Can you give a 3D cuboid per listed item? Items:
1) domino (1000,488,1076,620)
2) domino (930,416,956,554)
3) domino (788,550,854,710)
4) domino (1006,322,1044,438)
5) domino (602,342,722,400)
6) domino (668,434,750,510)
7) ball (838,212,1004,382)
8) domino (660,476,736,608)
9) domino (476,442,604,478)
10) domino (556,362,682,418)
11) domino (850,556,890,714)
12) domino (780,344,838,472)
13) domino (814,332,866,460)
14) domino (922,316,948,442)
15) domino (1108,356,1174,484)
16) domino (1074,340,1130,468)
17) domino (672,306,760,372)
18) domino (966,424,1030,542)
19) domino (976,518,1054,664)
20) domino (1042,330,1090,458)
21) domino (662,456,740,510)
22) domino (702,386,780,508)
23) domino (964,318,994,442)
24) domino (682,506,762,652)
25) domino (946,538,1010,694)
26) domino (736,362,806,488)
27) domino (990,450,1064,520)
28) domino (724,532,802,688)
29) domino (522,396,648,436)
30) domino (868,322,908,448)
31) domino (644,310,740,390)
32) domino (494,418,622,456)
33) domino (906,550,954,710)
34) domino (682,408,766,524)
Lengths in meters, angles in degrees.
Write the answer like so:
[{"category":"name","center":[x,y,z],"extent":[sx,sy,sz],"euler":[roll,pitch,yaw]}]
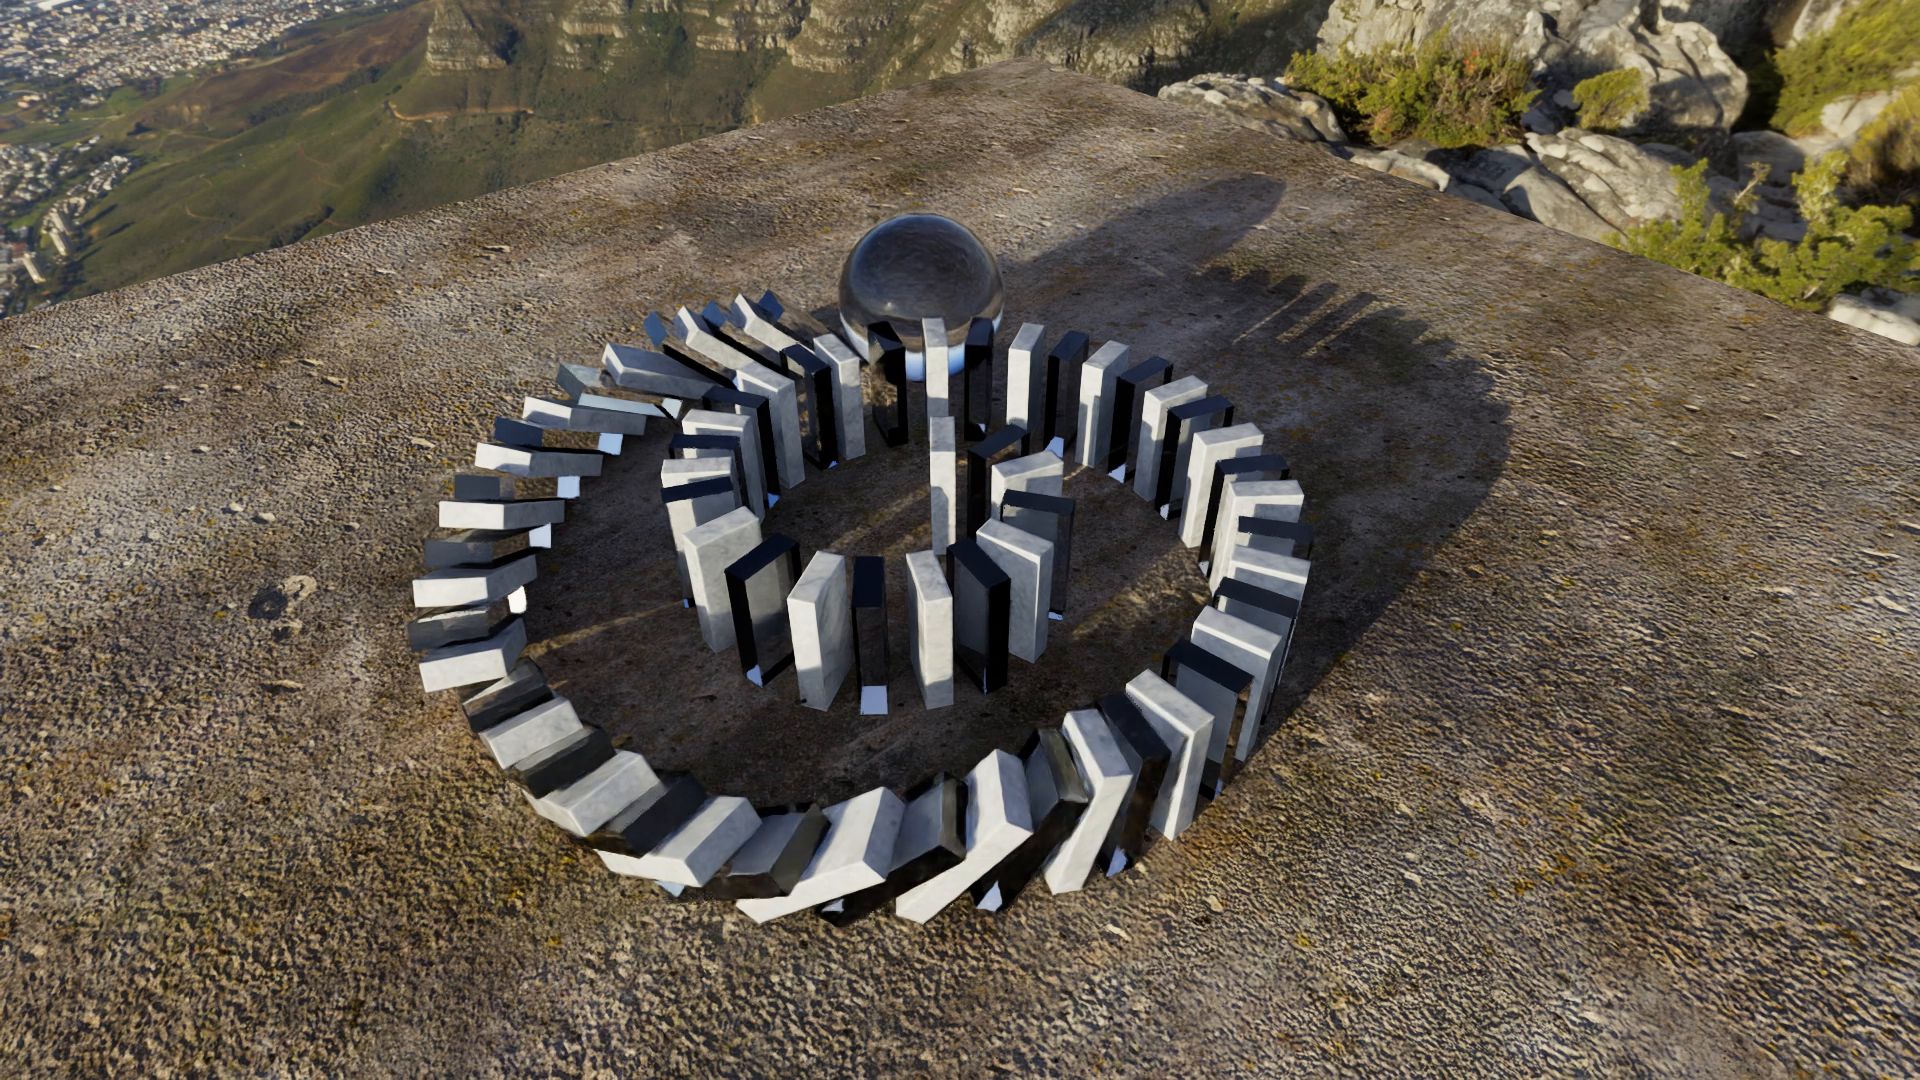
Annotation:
[{"category":"domino","center":[0.027,0.006,0.404],"extent":[0.025,0.050,0.010],"euler":[10,40,11]},{"category":"domino","center":[-0.007,-0.021,0.438],"extent":[0.009,0.050,0.025],"euler":[-1,39,-1]},{"category":"domino","center":[-0.047,0.031,0.373],"extent":[0.009,0.050,0.025],"euler":[11,41,13]},{"category":"domino","center":[0.029,-0.069,0.496],"extent":[0.009,0.050,0.025],"euler":[11,41,14]},{"category":"domino","center":[-0.141,-0.079,0.522],"extent":[0.050,0.010,0.025],"euler":[7,29,-39]},{"category":"domino","center":[-0.097,-0.018,0.433],"extent":[0.025,0.050,0.010],"euler":[2,39,2]},{"category":"ball","center":[-0.019,-0.116,0.530],"extent":[0.080,0.080,0.080],"euler":[0,39,0]},{"category":"domino","center":[-0.094,0.001,0.410],"extent":[0.025,0.050,0.010],"euler":[-11,41,-13]},{"category":"domino","center":[-0.176,-0.034,0.464],"extent":[0.025,0.009,0.050],"euler":[12,7,14]},{"category":"domino","center":[-0.157,-0.069,0.509],"extent":[0.050,0.010,0.025],"euler":[4,27,-48]},{"category":"domino","center":[-0.030,0.033,0.372],"extent":[0.009,0.050,0.025],"euler":[-1,39,-1]},{"category":"domino","center":[-0.066,-0.058,0.482],"extent":[0.009,0.050,0.025],"euler":[-27,46,-29]},{"category":"domino","center":[-0.053,-0.063,0.489],"extent":[0.009,0.050,0.025],"euler":[-21,44,-24]},{"category":"domino","center":[-0.011,-0.073,0.499],"extent":[0.009,0.050,0.025],"euler":[-4,43,-5]},{"category":"domino","center":[0.077,-0.052,0.475],"extent":[0.025,0.050,0.010],"euler":[-31,48,-32]},{"category":"domino","center":[0.062,-0.060,0.484],"extent":[0.010,0.050,0.025],"euler":[23,45,25]},{"category":"domino","center":[-0.112,-0.092,0.531],"extent":[0.050,0.010,0.025],"euler":[27,18,-44]},{"category":"domino","center":[0.015,-0.018,0.434],"extent":[0.010,0.050,0.025],"euler":[31,49,32]},{"category":"domino","center":[0.019,0.018,0.389],"extent":[0.025,0.050,0.010],"euler":[23,44,25]},{"category":"domino","center":[0.047,-0.065,0.491],"extent":[0.009,0.050,0.025],"euler":[17,42,19]},{"category":"domino","center":[-0.097,-0.008,0.422],"extent":[0.025,0.050,0.010],"euler":[-3,39,-4]},{"category":"domino","center":[-0.091,-0.038,0.458],"extent":[0.025,0.050,0.009],"euler":[14,41,17]},{"category":"domino","center":[0.009,-0.073,0.500],"extent":[0.010,0.050,0.025],"euler":[6,40,7]},{"category":"domino","center":[-0.082,0.015,0.394],"extent":[0.025,0.050,0.009],"euler":[-28,47,-30]},{"category":"domino","center":[0.006,0.027,0.379],"extent":[0.009,0.050,0.025],"euler":[-21,44,-24]},{"category":"domino","center":[-0.081,-0.049,0.471],"extent":[0.025,0.050,0.009],"euler":[28,47,30]},{"category":"domino","center":[0.025,-0.009,0.422],"extent":[0.025,0.050,0.010],"euler":[-16,42,-19]},{"category":"domino","center":[-0.066,0.025,0.382],"extent":[0.010,0.050,0.025],"euler":[26,46,28]},{"category":"domino","center":[-0.166,-0.055,0.489],"extent":[0.025,0.010,0.050],"euler":[15,8,21]},{"category":"domino","center":[-0.032,-0.070,0.497],"extent":[0.010,0.050,0.025],"euler":[-13,41,-16]},{"category":"domino","center":[-0.125,-0.089,0.527],"extent":[0.050,0.009,0.025],"euler":[27,18,-43]},{"category":"domino","center":[-0.173,-0.045,0.477],"extent":[0.025,0.010,0.050],"euler":[14,7,20]},{"category":"domino","center":[-0.010,0.031,0.374],"extent":[0.009,0.050,0.025],"euler":[-10,40,-12]},{"category":"domino","center":[-0.095,-0.028,0.446],"extent":[0.025,0.050,0.009],"euler":[7,40,9]}]
